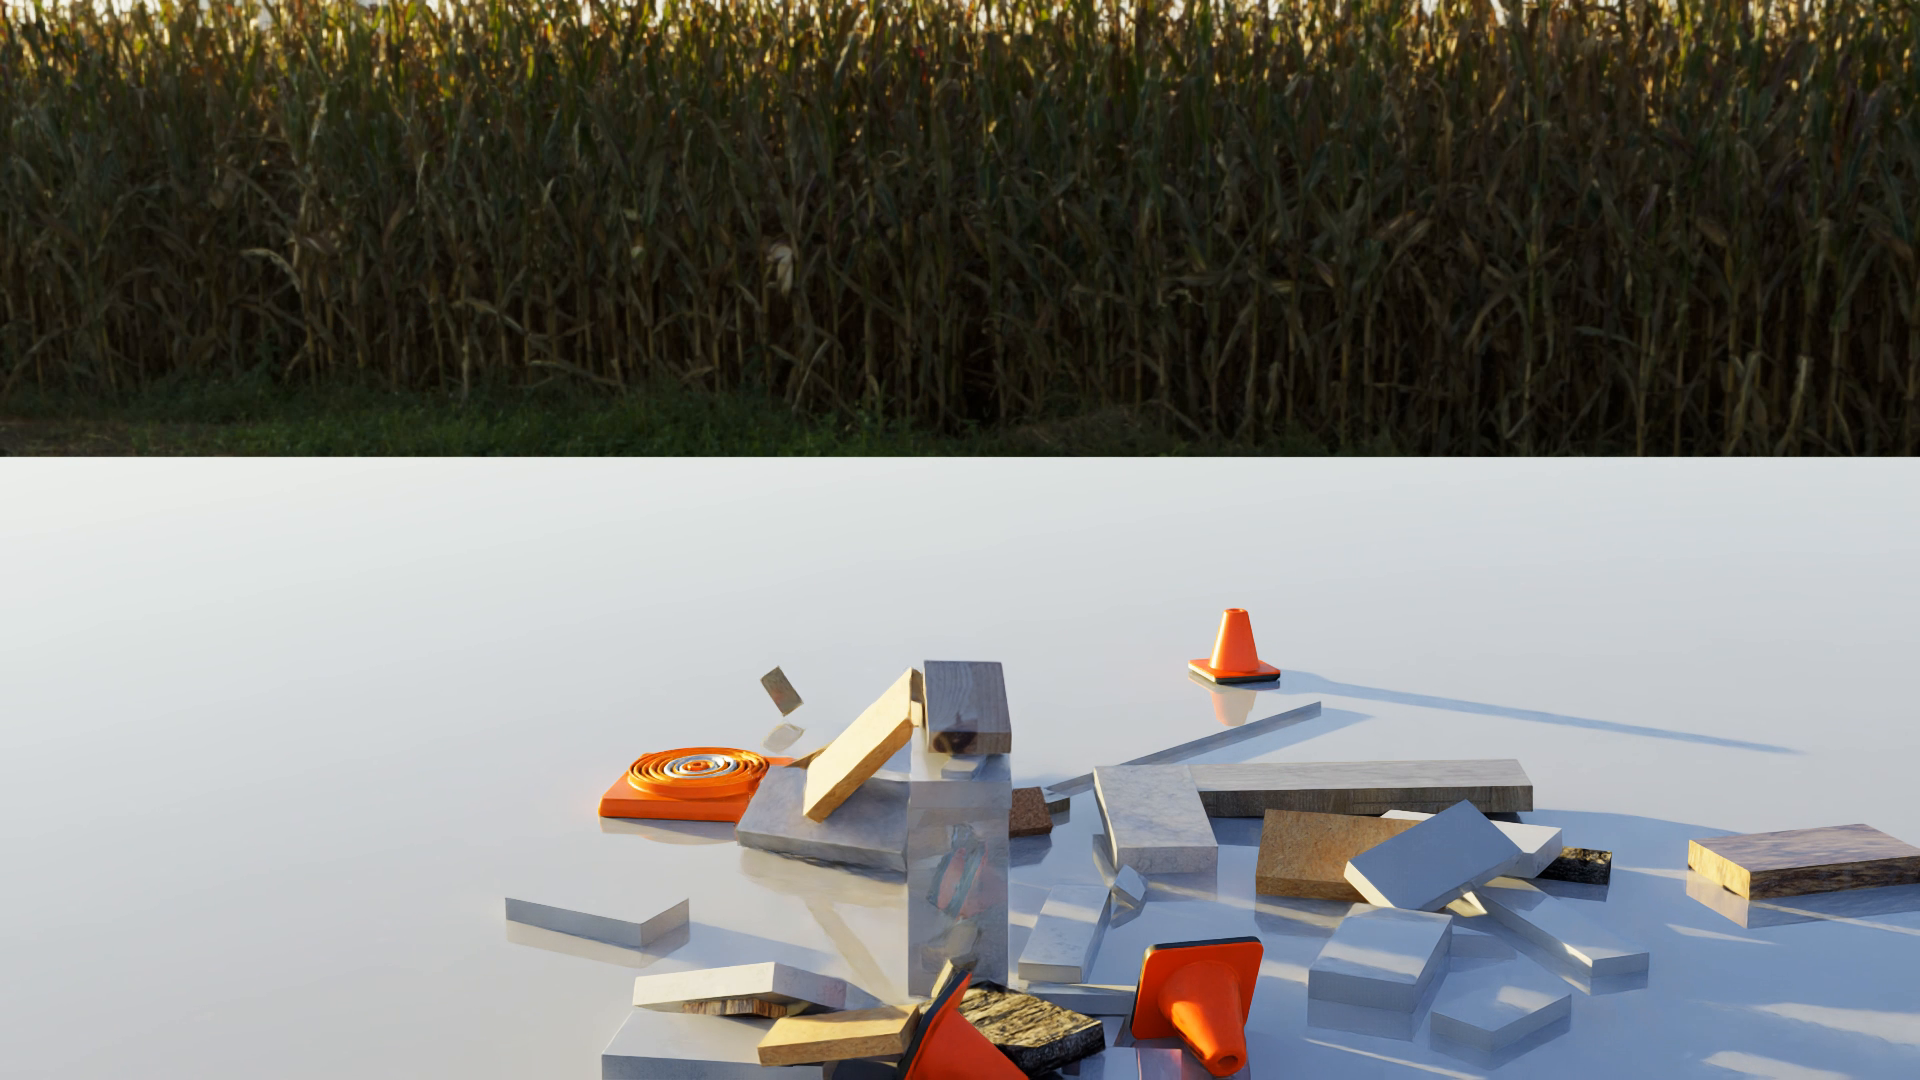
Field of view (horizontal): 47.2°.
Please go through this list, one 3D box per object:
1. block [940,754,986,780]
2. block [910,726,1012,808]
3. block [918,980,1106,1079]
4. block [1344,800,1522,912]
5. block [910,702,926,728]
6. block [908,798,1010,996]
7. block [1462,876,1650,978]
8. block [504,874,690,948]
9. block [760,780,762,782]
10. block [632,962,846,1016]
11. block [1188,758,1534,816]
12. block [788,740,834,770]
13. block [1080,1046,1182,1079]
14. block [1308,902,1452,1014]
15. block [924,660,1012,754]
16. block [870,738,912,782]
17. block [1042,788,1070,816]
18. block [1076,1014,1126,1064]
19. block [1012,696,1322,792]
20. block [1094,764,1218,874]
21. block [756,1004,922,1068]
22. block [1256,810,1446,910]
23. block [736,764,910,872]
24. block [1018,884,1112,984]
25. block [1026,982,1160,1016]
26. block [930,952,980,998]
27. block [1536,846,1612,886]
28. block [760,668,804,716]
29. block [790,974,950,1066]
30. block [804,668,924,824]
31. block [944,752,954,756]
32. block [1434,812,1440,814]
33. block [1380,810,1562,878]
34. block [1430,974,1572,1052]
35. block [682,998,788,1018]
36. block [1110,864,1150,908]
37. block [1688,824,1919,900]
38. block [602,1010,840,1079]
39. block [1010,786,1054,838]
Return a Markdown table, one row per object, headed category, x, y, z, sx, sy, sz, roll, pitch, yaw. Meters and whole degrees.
| category | x | y | z | sx | sy | sz | roll | pitch | yaw |
| --- | --- | --- | --- | --- | --- | --- | --- | --- | --- |
| block | 0.006 | 0.329 | 3.201 | 0.046 | 0.013 | 0.092 | 3 | 11 | 14 |
| block | 0.000 | 0.339 | 3.299 | 0.146 | 0.041 | 0.292 | 0 | 11 | 0 |
| block | 0.060 | 0.670 | 3.016 | 0.138 | 0.039 | 0.275 | -13 | 9 | -32 |
| block | 0.772 | 0.527 | 3.586 | 0.266 | 0.038 | 0.133 | -21 | 47 | -28 |
| block | -0.009 | 0.278 | 3.511 | 0.122 | 0.035 | 0.245 | 0 | -3 | -5 |
| block | -0.002 | 0.523 | 3.226 | 0.146 | 0.292 | 0.041 | 1 | 9 | 3 |
| block | 0.930 | 0.605 | 3.509 | 0.101 | 0.029 | 0.415 | -3 | 11 | -18 |
| block | -0.585 | 0.594 | 3.543 | 0.266 | 0.038 | 0.133 | 5 | 12 | 27 |
| block | -0.339 | 0.472 | 4.083 | 0.015 | 0.052 | 0.103 | -9 | -11 | 23 |
| block | -0.303 | 0.621 | 3.010 | 0.275 | 0.039 | 0.138 | -15 | -29 | 39 |
| block | 0.744 | 0.465 | 4.135 | 0.625 | 0.049 | 0.175 | -2 | 10 | 5 |
| block | -0.206 | 0.403 | 4.340 | 0.161 | 0.046 | 0.322 | -26 | -2 | 25 |
| block | 0.207 | 0.749 | 2.712 | 0.133 | 0.038 | 0.514 | 1 | 11 | 5 |
| block | 0.641 | 0.630 | 3.335 | 0.154 | 0.044 | 0.309 | 4 | 11 | 22 |
| block | 0.009 | 0.252 | 3.350 | 0.122 | 0.035 | 0.245 | 1 | 22 | -3 |
| block | -0.141 | 0.452 | 4.127 | 0.161 | 0.046 | 0.447 | 9 | 21 | 41 |
| block | 0.113 | 0.498 | 4.096 | 0.174 | 0.025 | 0.087 | -9 | 14 | -41 |
| block | 0.187 | 0.694 | 3.060 | 0.066 | 0.019 | 0.132 | 3 | 11 | 13 |
| block | 0.428 | 0.424 | 4.517 | 0.061 | 0.017 | 0.994 | 10 | 15 | 43 |
| block | 0.345 | 0.495 | 3.929 | 0.175 | 0.049 | 0.349 | -1 | 18 | -3 |
| block | -0.153 | 0.633 | 2.811 | 0.191 | 0.027 | 0.095 | -9 | 8 | 15 |
| block | 0.658 | 0.532 | 3.676 | 0.309 | 0.044 | 0.154 | 3 | 39 | 14 |
| block | -0.217 | 0.488 | 3.882 | 0.322 | 0.046 | 0.161 | 5 | 42 | 22 |
| block | 0.168 | 0.615 | 3.460 | 0.095 | 0.027 | 0.357 | 2 | 11 | 11 |
| block | 0.191 | 0.660 | 3.160 | 0.191 | 0.027 | 0.095 | 1 | -3 | 4 |
| block | -0.007 | 0.631 | 3.178 | 0.046 | 0.092 | 0.013 | -9 | 52 | -30 |
| block | 1.013 | 0.554 | 3.785 | 0.202 | 0.029 | 0.101 | 4 | 11 | 20 |
| block | -0.389 | 0.330 | 4.786 | 0.052 | 0.103 | 0.015 | -34 | -27 | -7 |
| block | -0.153 | 0.663 | 3.059 | 0.138 | 0.039 | 0.275 | 15 | 0 | -37 |
| block | -0.165 | 0.357 | 3.806 | 0.035 | 0.303 | 0.122 | 32 | 33 | -22 |
| block | -0.001 | 0.306 | 3.324 | 0.046 | 0.013 | 0.092 | 0 | 11 | -2 |
| block | 0.914 | 0.498 | 4.117 | 0.122 | 0.017 | 0.061 | -4 | 11 | -22 |
| block | 0.859 | 0.520 | 3.779 | 0.309 | 0.044 | 0.154 | 3 | 11 | 32 |
| block | 0.774 | 0.674 | 3.140 | 0.202 | 0.029 | 0.101 | -10 | 14 | -42 |
| block | -0.307 | 0.641 | 2.982 | 0.132 | 0.019 | 0.066 | -13 | -28 | 36 |
| block | 0.282 | 0.573 | 3.649 | 0.052 | 0.015 | 0.103 | 35 | 17 | 6 |
| block | 1.449 | 0.548 | 3.759 | 0.349 | 0.049 | 0.175 | -3 | 11 | -15 |
| block | -0.309 | 0.673 | 2.886 | 0.290 | 0.041 | 0.145 | 1 | 11 | 8 |
| block | 0.064 | 0.497 | 3.969 | 0.192 | 0.025 | 0.087 | -4 | 50 | -19 |
